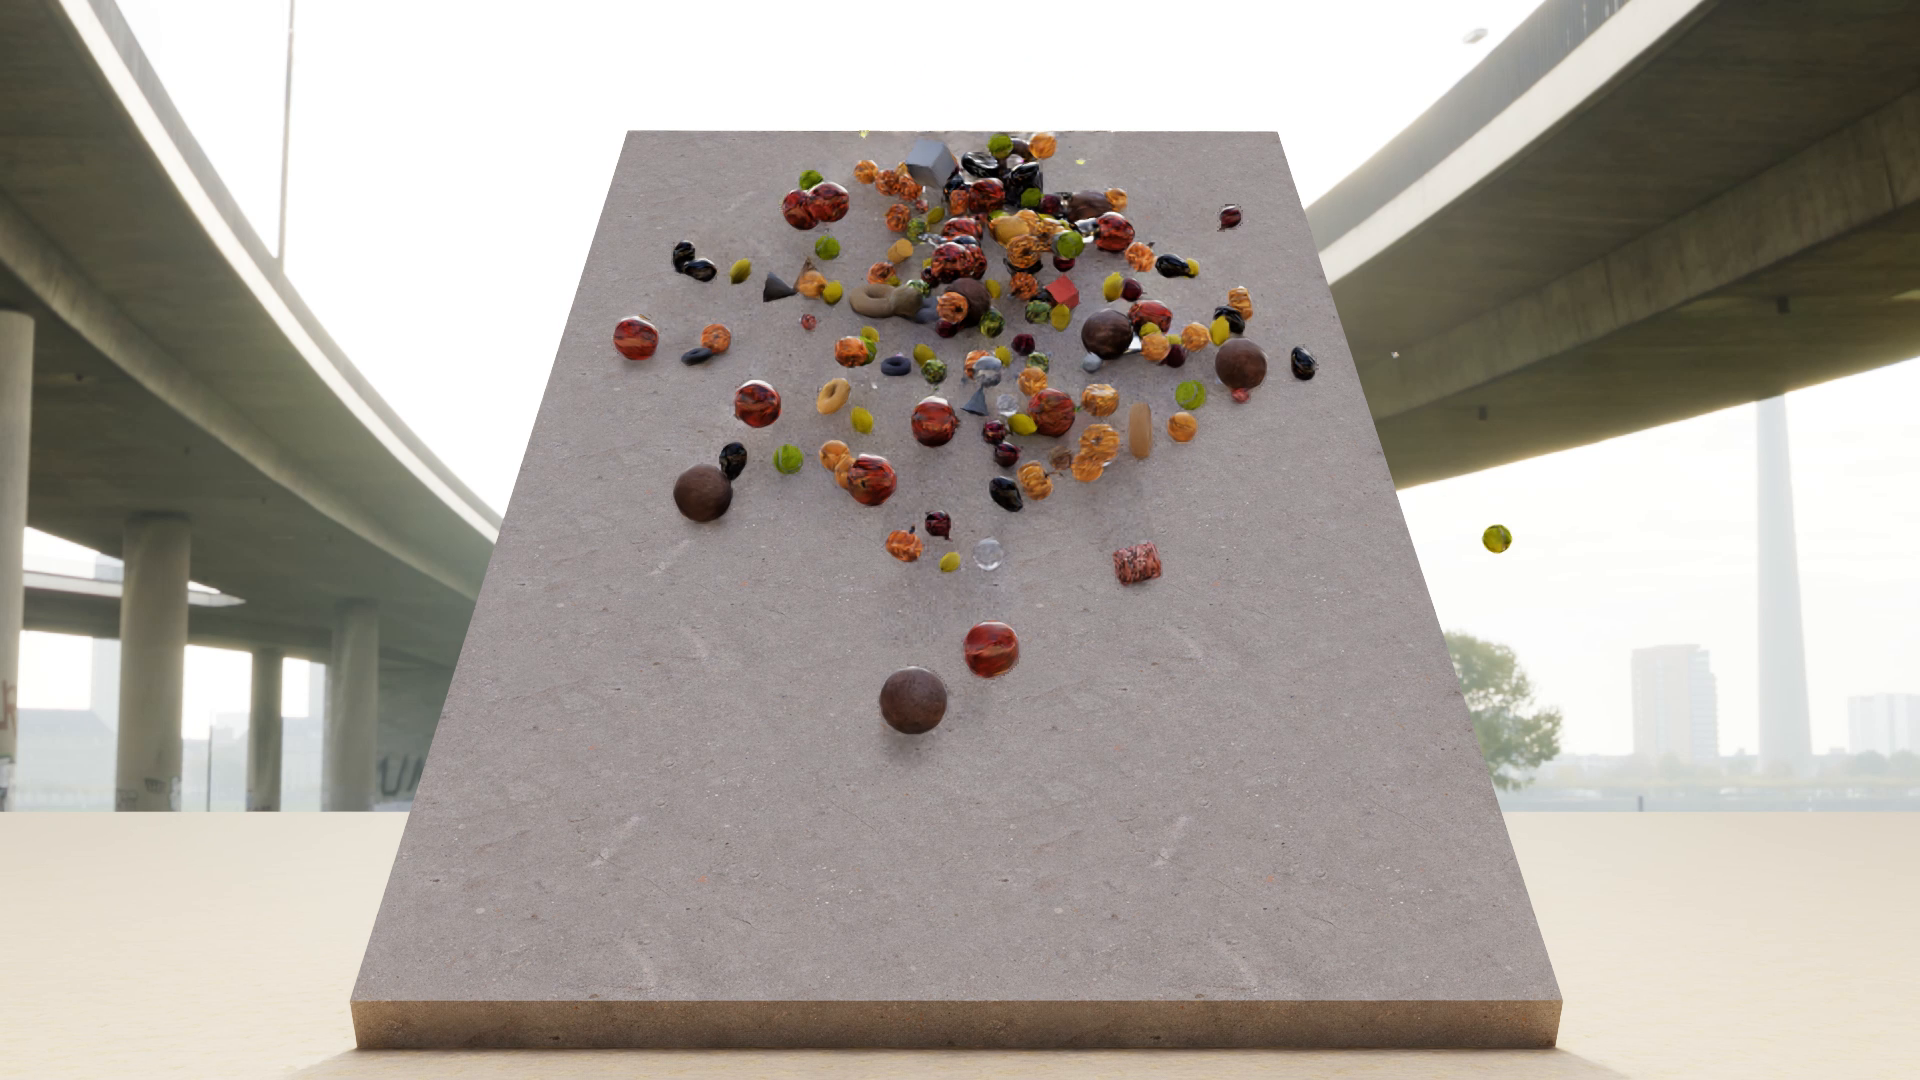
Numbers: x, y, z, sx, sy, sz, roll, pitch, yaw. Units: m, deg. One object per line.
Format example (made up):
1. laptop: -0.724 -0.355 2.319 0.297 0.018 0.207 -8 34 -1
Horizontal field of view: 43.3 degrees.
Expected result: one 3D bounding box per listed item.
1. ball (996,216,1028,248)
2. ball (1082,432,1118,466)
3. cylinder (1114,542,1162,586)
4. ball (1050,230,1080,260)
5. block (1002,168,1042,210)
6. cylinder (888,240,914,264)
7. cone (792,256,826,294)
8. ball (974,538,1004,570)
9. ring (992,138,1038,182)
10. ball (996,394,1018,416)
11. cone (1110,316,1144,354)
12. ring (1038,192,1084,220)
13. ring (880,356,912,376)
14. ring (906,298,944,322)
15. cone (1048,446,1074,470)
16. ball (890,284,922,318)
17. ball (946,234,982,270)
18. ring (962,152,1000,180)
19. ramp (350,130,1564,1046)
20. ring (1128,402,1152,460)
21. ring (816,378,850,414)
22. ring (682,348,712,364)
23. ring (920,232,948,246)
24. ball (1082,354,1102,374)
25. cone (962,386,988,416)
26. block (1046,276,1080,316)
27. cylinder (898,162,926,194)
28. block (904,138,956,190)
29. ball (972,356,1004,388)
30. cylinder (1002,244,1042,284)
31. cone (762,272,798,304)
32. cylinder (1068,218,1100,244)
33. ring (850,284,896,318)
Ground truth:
1. ball: 0.137 -0.806 6.332 0.087 0.087 0.087 0 -6 0
2. ball: 0.322 -0.209 5.563 0.081 0.081 0.081 0 -6 0
3. cylinder: 0.375 0.051 5.119 0.077 0.077 0.077 -13 -3 -14
4. ball: 0.276 -0.771 6.333 0.076 0.076 0.076 0 -6 0
5. block: 0.179 -1.006 6.924 0.082 0.082 0.082 18 37 28
6. cylinder: -0.162 -0.780 6.546 0.052 0.052 0.052 4 -20 -30
7. cone: -0.400 -0.711 6.412 0.089 0.089 0.089 0 30 0
8. ball: 0.061 0.030 5.170 0.066 0.066 0.066 0 -6 0
9. ring: 0.158 -1.097 7.034 0.137 0.137 0.046 -1 1 8
10. ball: 0.113 -0.324 5.789 0.053 0.053 0.053 0 -6 0
11. cone: 0.422 -0.526 6.101 0.088 0.088 0.088 1 30 0
12. ring: 0.284 -0.945 6.854 0.131 0.044 0.131 -8 33 5
13. ring: -0.158 -0.429 5.995 0.078 0.026 0.078 -2 33 1
14. ring: -0.095 -0.594 6.265 0.112 0.037 0.112 -3 28 1
15. cone: 0.240 -0.190 5.582 0.058 0.058 0.058 -2 5 15
16. ball: -0.139 -0.610 6.195 0.084 0.084 0.084 0 -6 0
17. ball: 0.012 -0.774 6.516 0.096 0.096 0.096 0 -6 0
18. ring: 0.058 -1.064 6.873 0.116 0.039 0.116 16 33 -11
19. ramp: -0.013 -0.207 5.740 2.000 0.100 4.000 0 30 0
20. ring: 0.415 -0.252 5.562 0.045 0.134 0.134 -1 -6 11
21. ring: -0.303 -0.344 5.795 0.034 0.101 0.101 37 -27 -30
22. ring: -0.656 -0.457 6.025 0.077 0.026 0.077 -12 21 5
23. ring: -0.071 -0.812 6.542 0.078 0.026 0.078 13 8 -2
24. ball: 0.325 -0.437 5.986 0.051 0.051 0.051 0 -6 0
25. cone: 0.044 -0.335 5.758 0.067 0.067 0.067 13 -4 1
26. block: 0.266 -0.634 6.272 0.062 0.062 0.062 -35 -24 -11
27. cylinder: -0.137 -1.044 6.961 0.076 0.076 0.076 2 -11 0
28. block: -0.082 -1.036 6.663 0.090 0.090 0.090 15 -27 30
29. ball: 0.067 -0.400 5.742 0.075 0.075 0.075 0 -6 0
30. cylinder: 0.166 -0.727 6.384 0.077 0.077 0.077 -33 -6 -3
31. cone: -0.444 -0.625 6.062 0.083 0.083 0.083 13 -6 0
32. cylinder: 0.332 -0.823 6.456 0.060 0.060 0.060 -17 2 -28
33. ring: -0.214 -0.623 6.303 0.149 0.050 0.149 4 30 -2
